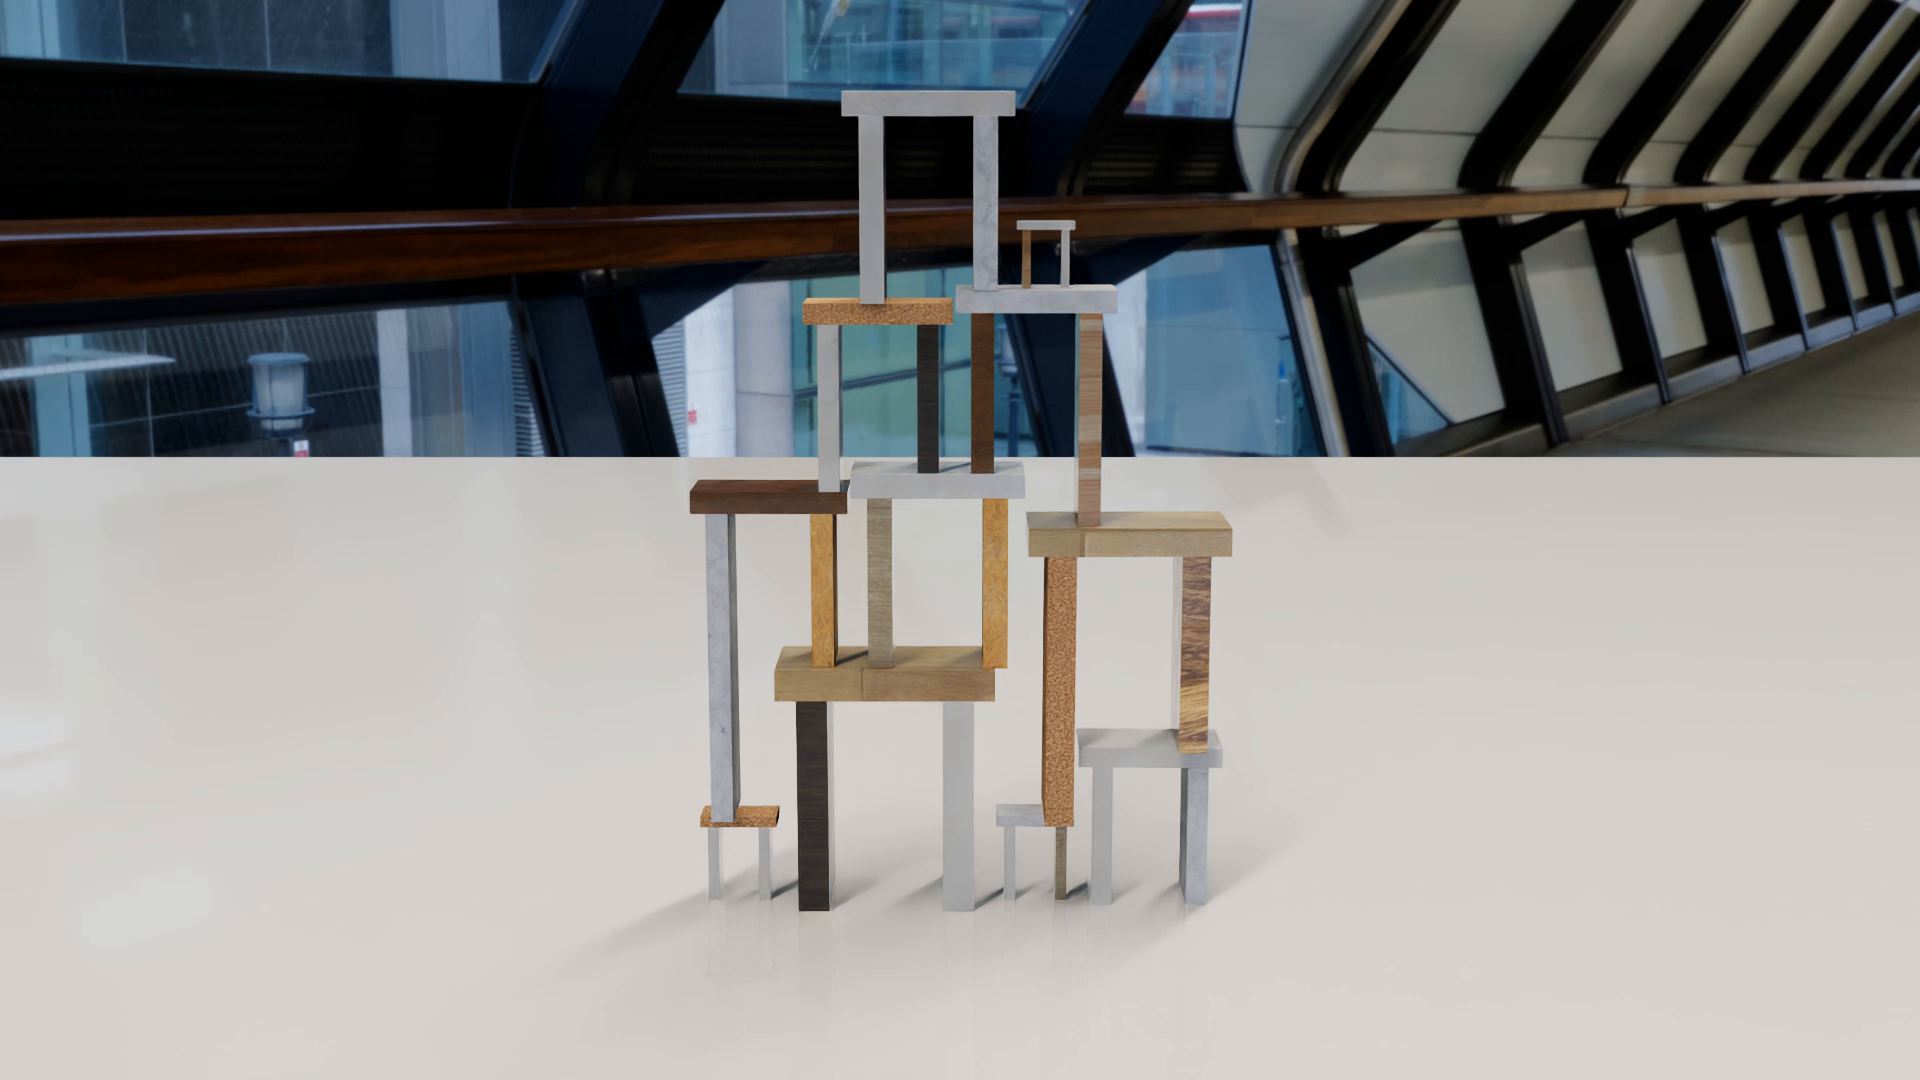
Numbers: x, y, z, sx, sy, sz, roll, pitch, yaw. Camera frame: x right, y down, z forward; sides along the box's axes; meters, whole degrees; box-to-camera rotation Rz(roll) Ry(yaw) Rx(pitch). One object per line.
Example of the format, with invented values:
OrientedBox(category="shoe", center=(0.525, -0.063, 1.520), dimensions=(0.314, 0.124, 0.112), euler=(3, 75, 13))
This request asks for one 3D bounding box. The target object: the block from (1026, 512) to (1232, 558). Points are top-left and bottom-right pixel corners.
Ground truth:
OrientedBox(category="block", center=(0.269, -0.010, 3.552), dimensions=(0.321, 0.046, 0.161), euler=(0, 11, 0))

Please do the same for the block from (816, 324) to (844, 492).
OrientedBox(category="block", center=(-0.207, -0.217, 3.520), dimensions=(0.033, 0.265, 0.117), euler=(0, 11, 0))

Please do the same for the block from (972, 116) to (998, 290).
OrientedBox(category="block", center=(0.040, -0.531, 3.462), dimensions=(0.038, 0.266, 0.133), euler=(0, 11, 0))

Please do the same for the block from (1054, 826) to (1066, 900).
OrientedBox(category="block", center=(0.167, 0.527, 3.658), dimensions=(0.018, 0.127, 0.063), euler=(0, 11, 0))

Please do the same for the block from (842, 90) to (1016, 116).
OrientedBox(category="block", center=(-0.048, -0.681, 3.434), dimensions=(0.266, 0.038, 0.133), euler=(0, 11, 0))

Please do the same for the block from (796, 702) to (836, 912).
OrientedBox(category="block", center=(-0.238, 0.416, 3.640), dimensions=(0.050, 0.353, 0.176), euler=(0, 11, 0))

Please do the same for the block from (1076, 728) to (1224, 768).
OrientedBox(category="block", center=(0.310, 0.343, 3.628), dimensions=(0.234, 0.033, 0.117), euler=(0, 11, 0))

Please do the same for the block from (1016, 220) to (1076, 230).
OrientedBox(category="block", center=(0.136, -0.496, 3.465), dimensions=(0.092, 0.013, 0.046), euler=(0, 11, 1))

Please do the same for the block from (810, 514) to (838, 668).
OrientedBox(category="block", center=(-0.220, 0.070, 3.576), dimensions=(0.035, 0.250, 0.125), euler=(0, 11, 0))

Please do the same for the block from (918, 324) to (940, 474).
OrientedBox(category="block", center=(-0.051, -0.232, 3.517), dimensions=(0.033, 0.235, 0.117), euler=(0, 11, 0))

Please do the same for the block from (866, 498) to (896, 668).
OrientedBox(category="block", center=(-0.128, 0.058, 3.572), dimensions=(0.039, 0.276, 0.138), euler=(0, 11, 0))

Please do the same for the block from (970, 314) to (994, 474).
OrientedBox(category="block", center=(0.036, -0.241, 3.516), dimensions=(0.036, 0.253, 0.126), euler=(0, 11, 0))

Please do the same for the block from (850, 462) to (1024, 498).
OrientedBox(category="block", center=(-0.036, -0.097, 3.544), dimensions=(0.276, 0.039, 0.138), euler=(0, 11, 0))

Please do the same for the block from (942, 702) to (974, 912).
OrientedBox(category="block", center=(-0.003, 0.416, 3.640), dimensions=(0.050, 0.353, 0.176), euler=(0, 11, 0))

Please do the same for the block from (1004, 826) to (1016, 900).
OrientedBox(category="block", center=(0.082, 0.527, 3.658), dimensions=(0.018, 0.127, 0.063), euler=(0, 11, 0))

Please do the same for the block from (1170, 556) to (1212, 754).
OrientedBox(category="block", center=(0.375, 0.171, 3.585), dimensions=(0.046, 0.321, 0.161), euler=(0, 11, 0))

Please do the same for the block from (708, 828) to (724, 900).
OrientedBox(category="block", center=(-0.406, 0.528, 3.658), dimensions=(0.018, 0.125, 0.063), euler=(0, 11, 0))

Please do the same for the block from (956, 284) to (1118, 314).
OrientedBox(category="block", center=(0.120, -0.383, 3.489), dimensions=(0.253, 0.036, 0.126), euler=(0, 11, 0))

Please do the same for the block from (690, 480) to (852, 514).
OrientedBox(category="block", center=(-0.304, -0.070, 3.550), dimensions=(0.250, 0.035, 0.125), euler=(0, 11, 0))

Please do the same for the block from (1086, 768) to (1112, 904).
OrientedBox(category="block", center=(0.232, 0.474, 3.652), dimensions=(0.033, 0.234, 0.117), euler=(0, 11, 0))

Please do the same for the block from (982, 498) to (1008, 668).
OrientedBox(category="block", center=(0.057, 0.058, 3.572), dimensions=(0.039, 0.276, 0.138), euler=(0, 11, 0))

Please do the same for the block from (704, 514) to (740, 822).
OrientedBox(category="block", center=(-0.387, 0.198, 3.600), dimensions=(0.035, 0.510, 0.125), euler=(0, 11, 0))

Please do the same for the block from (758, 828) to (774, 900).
OrientedBox(category="block", center=(-0.323, 0.528, 3.658), dimensions=(0.018, 0.125, 0.063), euler=(0, 11, 0))

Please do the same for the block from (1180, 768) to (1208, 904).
OrientedBox(category="block", center=(0.388, 0.474, 3.652), dimensions=(0.033, 0.234, 0.117), euler=(0, 11, 0))

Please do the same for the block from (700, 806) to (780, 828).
OrientedBox(category="block", center=(-0.364, 0.458, 3.645), dimensions=(0.125, 0.018, 0.063), euler=(0, 11, 0))

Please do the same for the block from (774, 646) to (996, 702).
OrientedBox(category="block", center=(-0.120, 0.218, 3.603), dimensions=(0.353, 0.050, 0.176), euler=(0, 11, 0))

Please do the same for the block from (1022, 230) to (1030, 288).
OrientedBox(category="block", center=(0.105, -0.445, 3.476), dimensions=(0.013, 0.092, 0.046), euler=(0, 10, 0))

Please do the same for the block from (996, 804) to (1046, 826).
OrientedBox(category="block", center=(0.124, 0.456, 3.644), dimensions=(0.127, 0.018, 0.063), euler=(0, 11, 0))

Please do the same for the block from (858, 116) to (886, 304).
OrientedBox(category="block", center=(-0.137, -0.521, 3.464), dimensions=(0.038, 0.287, 0.133), euler=(0, 11, 0))

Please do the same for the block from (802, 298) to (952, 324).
OrientedBox(category="block", center=(-0.129, -0.364, 3.492), dimensions=(0.235, 0.033, 0.117), euler=(0, 11, 0))

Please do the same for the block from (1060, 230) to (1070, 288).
OrientedBox(category="block", center=(0.166, -0.445, 3.475), dimensions=(0.013, 0.092, 0.046), euler=(0, 11, 1))

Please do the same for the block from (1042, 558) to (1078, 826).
OrientedBox(category="block", center=(0.161, 0.231, 3.597), dimensions=(0.046, 0.444, 0.161), euler=(0, 11, 0))

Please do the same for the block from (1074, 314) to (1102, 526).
OrientedBox(category="block", center=(0.205, -0.199, 3.522), dimensions=(0.036, 0.337, 0.126), euler=(0, 11, 0))
